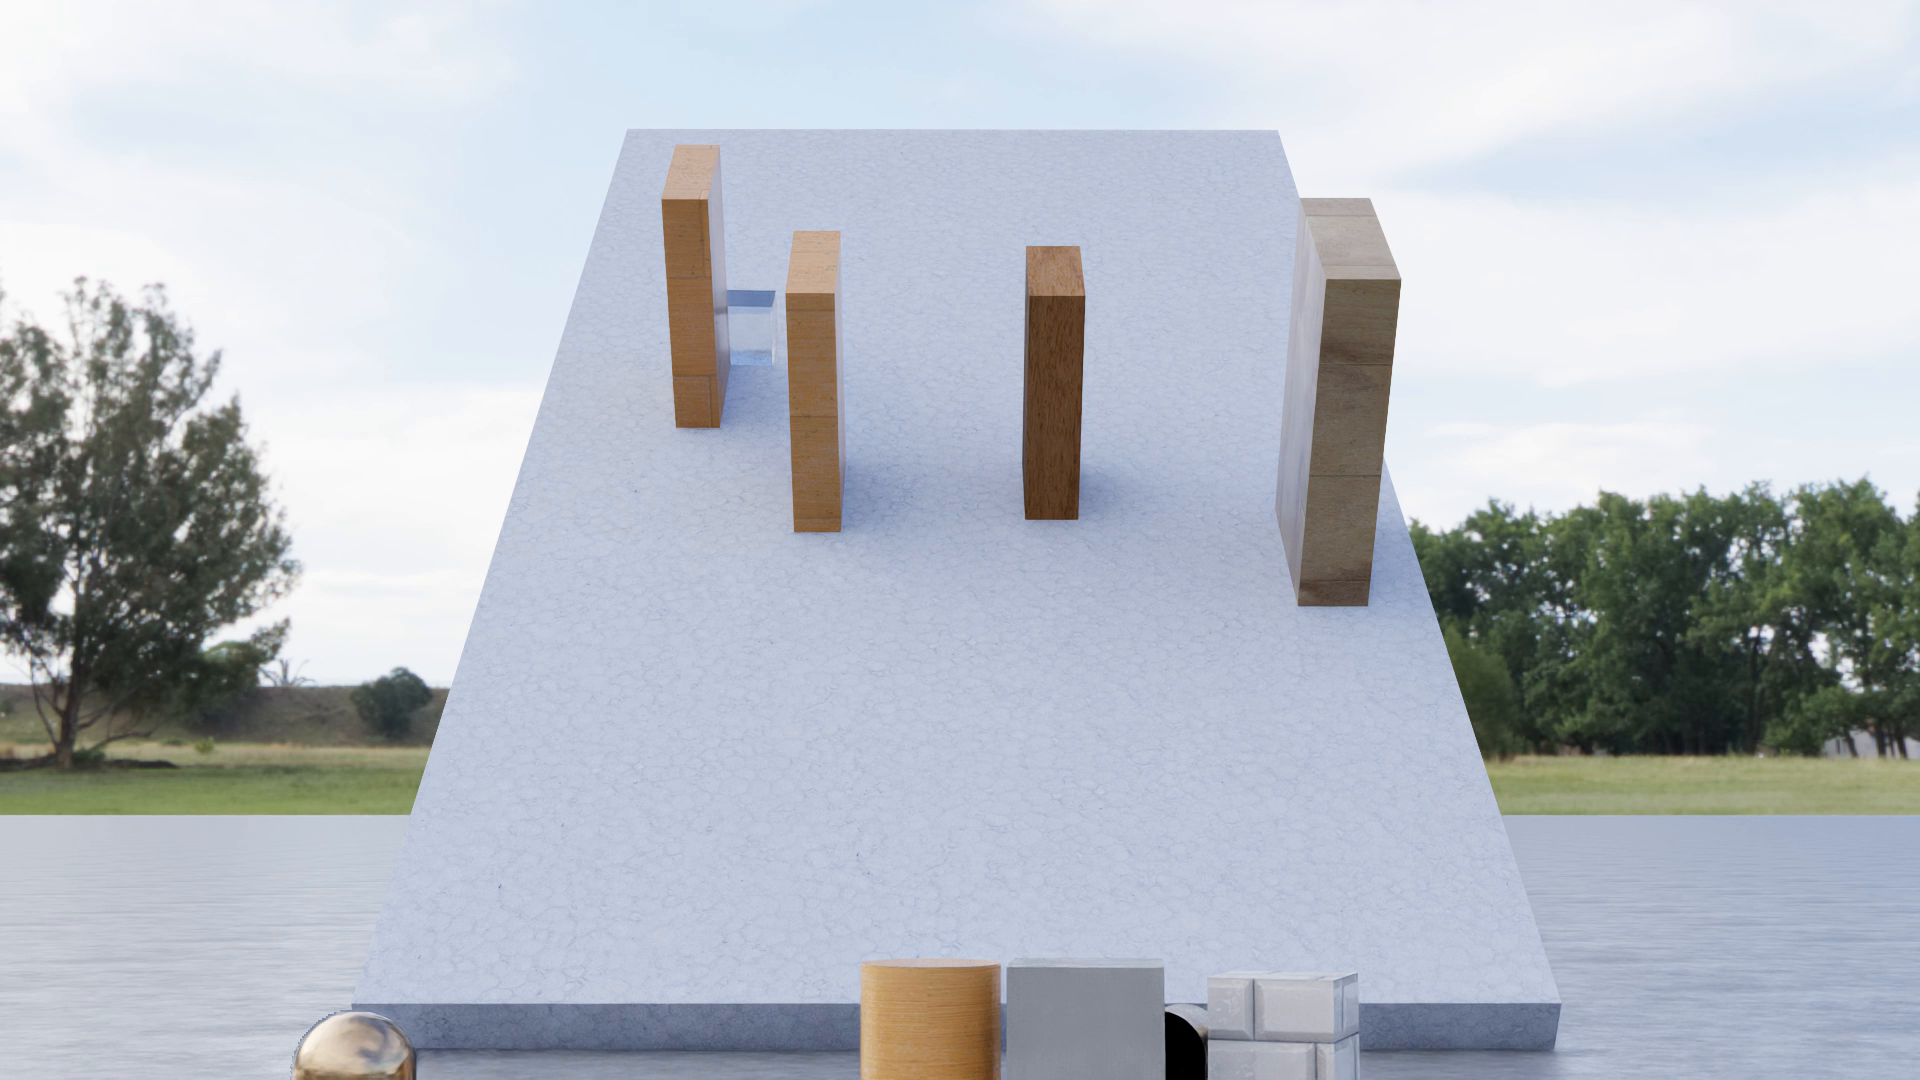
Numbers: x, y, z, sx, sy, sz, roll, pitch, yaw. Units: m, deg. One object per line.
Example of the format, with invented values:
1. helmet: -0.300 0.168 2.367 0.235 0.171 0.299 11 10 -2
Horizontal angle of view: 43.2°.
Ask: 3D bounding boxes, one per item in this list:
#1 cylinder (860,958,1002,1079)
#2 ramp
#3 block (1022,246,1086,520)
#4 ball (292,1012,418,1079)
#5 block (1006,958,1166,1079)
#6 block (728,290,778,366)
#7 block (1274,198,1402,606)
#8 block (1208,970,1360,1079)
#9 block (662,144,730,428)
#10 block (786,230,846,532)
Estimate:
1. cylinder: -0.040 0.671 3.289 0.191 0.191 0.191 0 -6 0
2. ramp: -0.014 -0.206 5.750 2.000 0.100 4.000 0 30 0
3. block: 0.204 -0.346 5.354 0.118 0.545 0.261 0 30 0
4. ball: -0.747 0.658 2.992 0.150 0.150 0.150 0 -6 0
5. block: 0.165 0.651 3.154 0.200 0.200 0.200 0 -6 4
6. block: -0.535 -0.532 6.065 0.140 0.140 0.140 1 30 1
7. block: 0.780 -0.287 5.058 0.147 0.747 0.410 0 30 0
8. block: 0.445 0.684 3.323 0.172 0.172 0.172 -2 -7 20
9. block: -0.622 -0.602 5.749 0.105 0.581 0.335 0 30 0
10. block: -0.314 -0.348 5.324 0.103 0.575 0.327 0 30 0
